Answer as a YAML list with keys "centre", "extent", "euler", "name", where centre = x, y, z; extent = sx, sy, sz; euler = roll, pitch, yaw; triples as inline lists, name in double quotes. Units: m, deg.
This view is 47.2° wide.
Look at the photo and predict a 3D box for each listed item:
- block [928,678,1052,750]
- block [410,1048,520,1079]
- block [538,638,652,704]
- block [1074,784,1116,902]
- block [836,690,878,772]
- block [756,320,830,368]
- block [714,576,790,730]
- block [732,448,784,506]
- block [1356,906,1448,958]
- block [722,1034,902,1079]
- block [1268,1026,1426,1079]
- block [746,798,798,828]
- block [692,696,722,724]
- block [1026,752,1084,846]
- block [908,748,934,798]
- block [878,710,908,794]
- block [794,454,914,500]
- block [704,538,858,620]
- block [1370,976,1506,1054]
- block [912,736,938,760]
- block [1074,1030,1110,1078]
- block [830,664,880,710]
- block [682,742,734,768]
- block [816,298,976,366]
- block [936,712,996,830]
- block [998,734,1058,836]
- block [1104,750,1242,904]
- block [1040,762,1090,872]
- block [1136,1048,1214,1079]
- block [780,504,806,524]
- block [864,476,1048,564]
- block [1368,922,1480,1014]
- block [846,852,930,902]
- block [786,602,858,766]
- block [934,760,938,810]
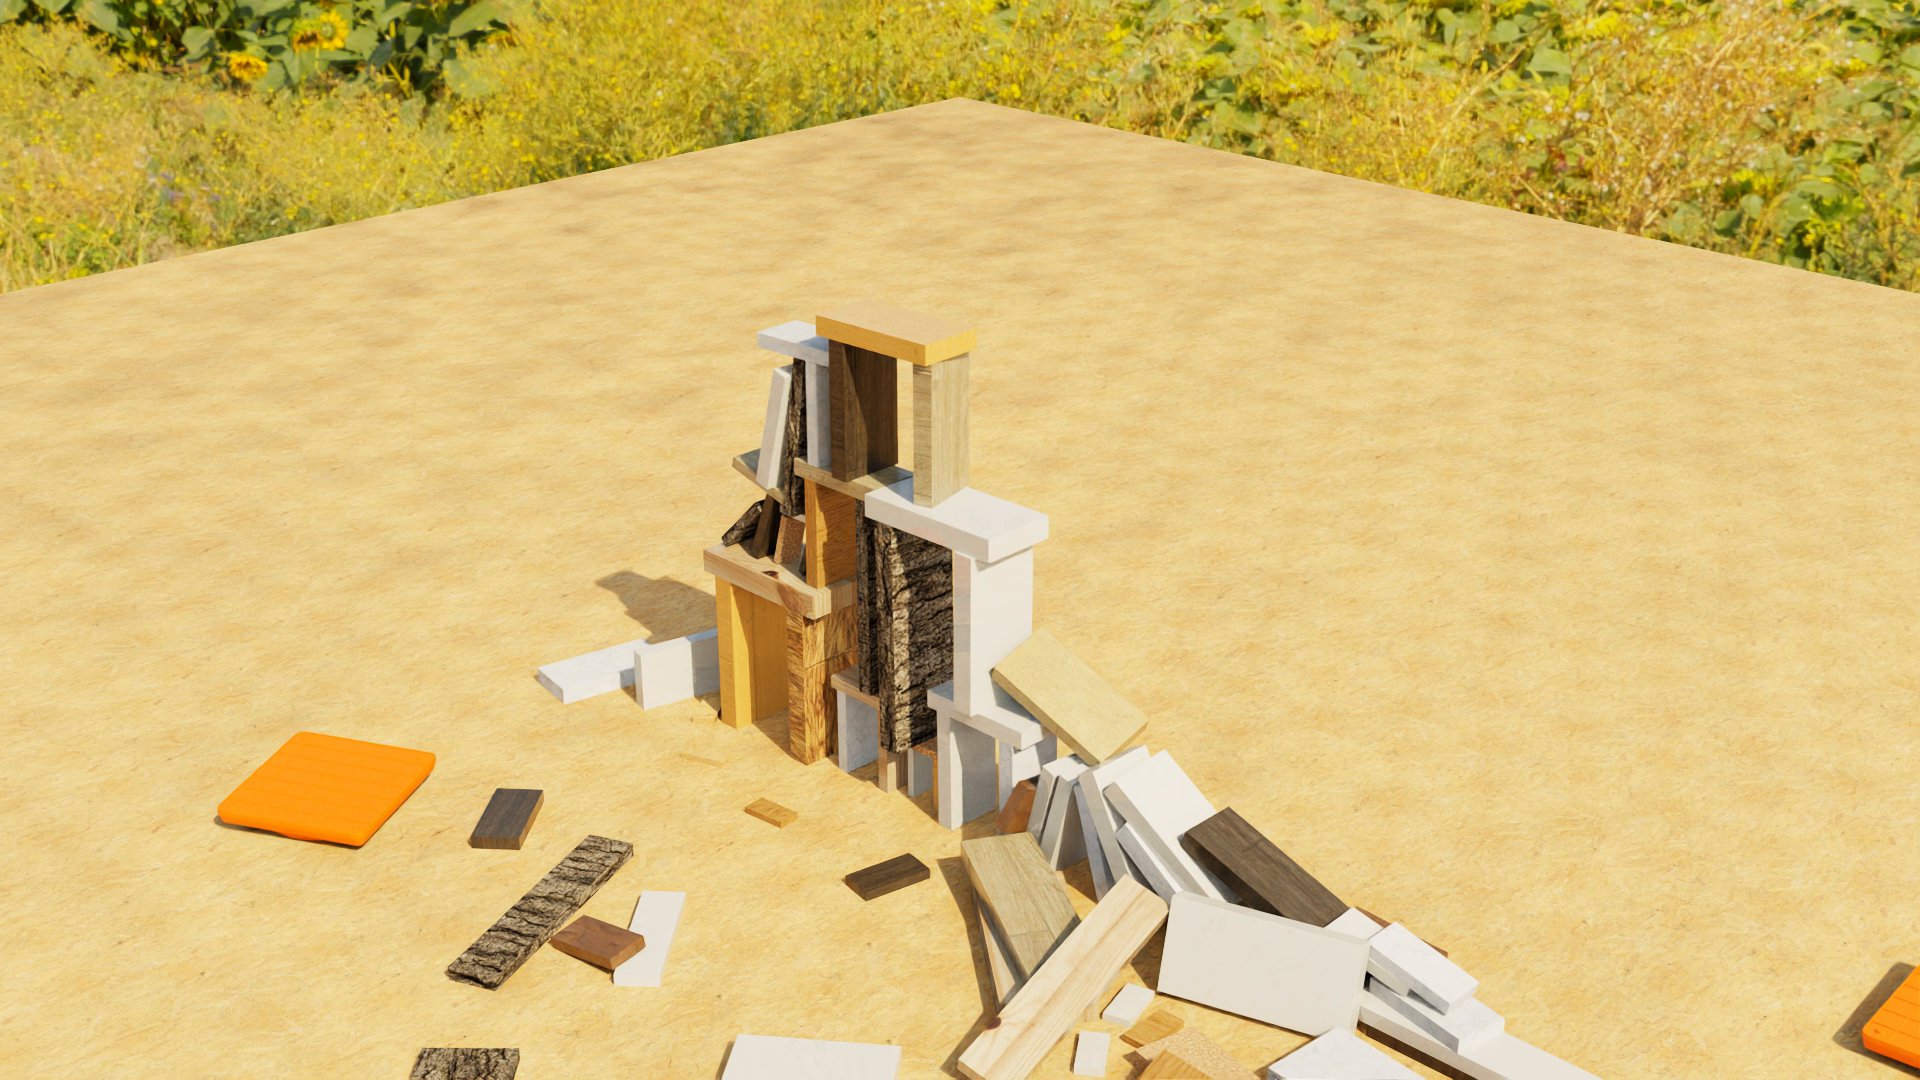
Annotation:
- centre: [0.071, 0.329, 4.286]
  extent: [0.255, 0.036, 0.127]
  euler: [21, 31, 41]
  name: "block"
- centre: [-0.822, 0.879, 3.659]
  extent: [0.164, 0.023, 0.082]
  euler: [0, 23, 0]
  name: "block"
- centre: [-0.811, 0.298, 5.011]
  extent: [0.267, 0.038, 0.134]
  euler: [-15, 27, -32]
  name: "block"
- centre: [0.290, 0.557, 4.142]
  extent: [0.120, 0.240, 0.034]
  euler: [-22, 14, -41]
  name: "block"
- centre: [-0.213, 0.386, 4.613]
  extent: [0.026, 0.185, 0.093]
  euler: [21, 31, 41]
  name: "block"
- centre: [-0.288, -0.389, 4.365]
  extent: [0.218, 0.031, 0.109]
  euler: [19, 29, 38]
  name: "block"
- centre: [-0.443, 0.220, 4.794]
  extent: [0.050, 0.351, 0.175]
  euler: [21, 31, 40]
  name: "block"
- centre: [-0.389, -0.134, 4.583]
  extent: [0.083, 0.024, 0.167]
  euler: [-22, 47, -41]
  name: "block"
- centre: [0.768, 0.737, 3.987]
  extent: [0.103, 0.029, 0.206]
  euler: [-19, 30, -38]
  name: "block"
- centre: [-0.244, 0.883, 3.629]
  extent: [0.278, 0.039, 0.139]
  euler: [3, 23, 7]
  name: "block"
- centre: [0.681, 0.916, 3.539]
  extent: [0.173, 0.049, 0.346]
  euler: [-19, 30, -35]
  name: "block"
- centre: [-0.381, 0.551, 4.443]
  extent: [0.099, 0.014, 0.049]
  euler: [18, 29, 35]
  name: "block"
- centre: [-0.553, 0.377, 4.855]
  extent: [0.049, 0.014, 0.099]
  euler: [4, 23, 8]
  name: "block"
- centre: [0.193, 0.517, 4.235]
  extent: [0.120, 0.240, 0.034]
  euler: [-18, 44, -36]
  name: "block"
- centre: [-0.081, 0.467, 4.516]
  extent: [0.016, 0.112, 0.056]
  euler: [21, 31, 41]
  name: "block"
- centre: [-0.125, 0.420, 4.532]
  extent: [0.026, 0.185, 0.093]
  euler: [21, 31, 41]
  name: "block"
- centre: [-0.210, -0.132, 4.399]
  extent: [0.236, 0.033, 0.118]
  euler: [21, 31, 40]
  name: "block"
- centre: [-0.361, 0.067, 4.640]
  extent: [0.351, 0.050, 0.176]
  euler: [21, 31, 41]
  name: "block"
- centre: [0.806, 0.788, 3.724]
  extent: [0.106, 0.030, 0.212]
  euler: [-14, 27, -30]
  name: "block"
- centre: [-0.055, 0.418, 4.466]
  extent: [0.112, 0.016, 0.056]
  euler: [20, 30, 41]
  name: "block"
- centre: [0.223, 0.865, 3.703]
  extent: [0.051, 0.015, 0.103]
  euler: [4, 23, 8]
  name: "block"
- centre: [-0.169, 0.306, 4.532]
  extent: [0.093, 0.026, 0.185]
  euler: [-21, 31, -41]
  name: "block"
- centre: [-0.536, 0.457, 4.667]
  extent: [0.099, 0.014, 0.050]
  euler: [10, 25, 23]
  name: "block"
- centre: [-0.123, -0.398, 4.195]
  extent: [0.287, 0.041, 0.144]
  euler: [19, 30, 38]
  name: "block"
- centre: [0.014, 0.441, 4.395]
  extent: [0.127, 0.255, 0.036]
  euler: [-21, 30, -41]
  name: "block"
- centre: [0.133, 0.487, 4.286]
  extent: [0.036, 0.255, 0.127]
  euler: [20, 30, 40]
  name: "block"
- centre: [0.415, 0.538, 4.020]
  extent: [0.151, 0.043, 0.301]
  euler: [-26, 70, -42]
  name: "block"
- centre: [0.219, 0.529, 4.206]
  extent: [0.120, 0.240, 0.034]
  euler: [-21, 46, -40]
  name: "block"
- centre: [0.379, 0.917, 3.486]
  extent: [0.126, 0.036, 0.251]
  euler: [-43, 41, -22]
  name: "block"
- centre: [-0.312, -0.057, 4.546]
  extent: [0.059, 0.017, 0.118]
  euler: [-21, 32, -40]
  name: "block"
- centre: [-0.009, -0.046, 4.218]
  extent: [0.330, 0.047, 0.165]
  euler: [21, 30, 40]
  name: "block"
- centre: [0.782, 0.725, 3.733]
  extent: [0.089, 0.025, 0.178]
  euler: [-21, 44, -41]
  name: "block"
- centre: [-0.138, 0.645, 4.213]
  extent: [0.147, 0.021, 0.073]
  euler: [-15, 27, -32]
  name: "block"
- centre: [-0.279, 0.284, 4.642]
  extent: [0.050, 0.351, 0.175]
  euler: [21, 31, 41]
  name: "block"
- centre: [-0.028, 0.488, 4.467]
  extent: [0.016, 0.112, 0.056]
  euler: [21, 31, 41]
  name: "block"
